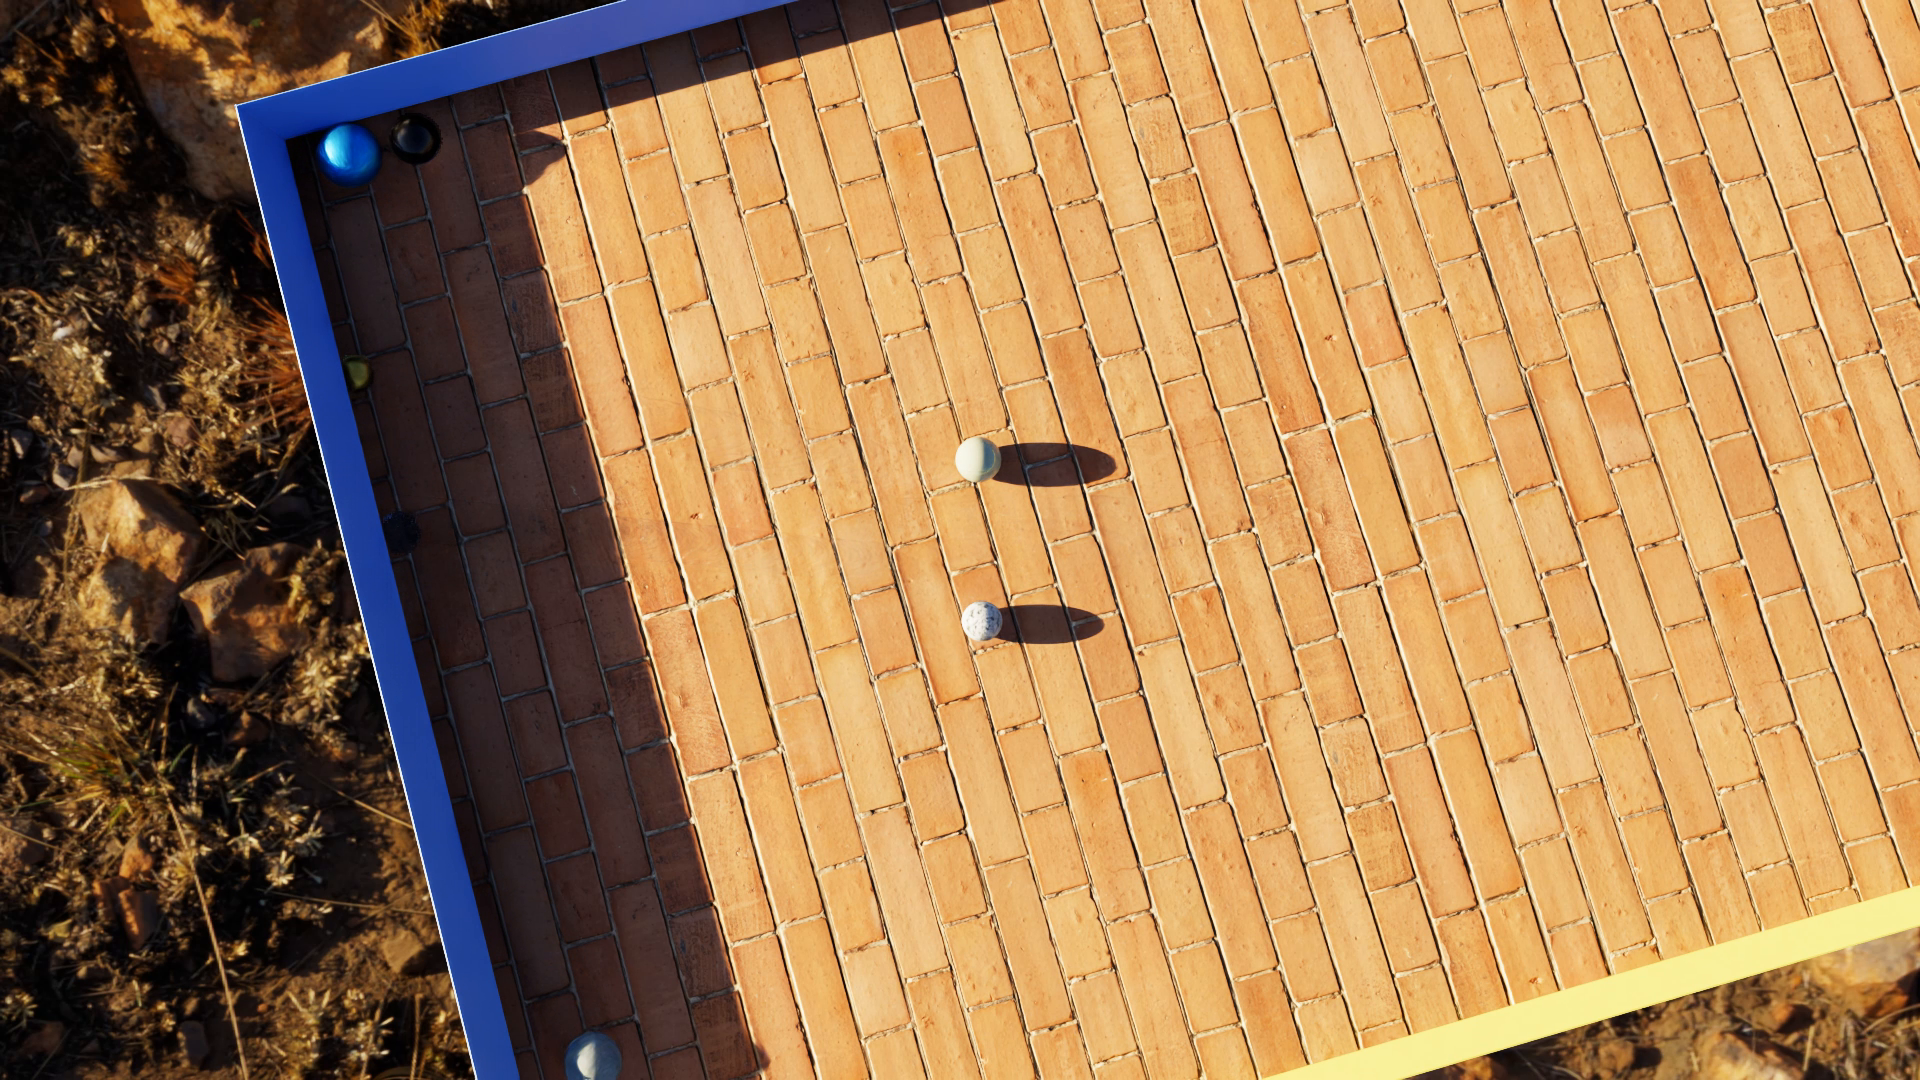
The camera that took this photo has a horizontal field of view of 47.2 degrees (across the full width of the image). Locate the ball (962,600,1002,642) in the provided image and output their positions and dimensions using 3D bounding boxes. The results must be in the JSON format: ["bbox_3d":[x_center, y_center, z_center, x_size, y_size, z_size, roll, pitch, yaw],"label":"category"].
[{"bbox_3d":[0.033,0.120,3.256,0.060,0.060,0.060,0,82,0],"label":"ball"}]

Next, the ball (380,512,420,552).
[{"bbox_3d":[-0.835,-0.012,3.276,0.061,0.061,0.061,0,82,0],"label":"ball"}]

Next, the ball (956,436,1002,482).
[{"bbox_3d":[0.027,-0.120,3.288,0.069,0.069,0.069,0,82,0],"label":"ball"}]

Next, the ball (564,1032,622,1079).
[{"bbox_3d":[-0.526,0.747,3.152,0.083,0.083,0.083,0,82,0],"label":"ball"}]

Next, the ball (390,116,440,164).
[{"bbox_3d":[-0.832,-0.611,3.358,0.075,0.075,0.075,0,82,0],"label":"ball"}]

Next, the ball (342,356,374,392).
[{"bbox_3d":[-0.911,-0.249,3.315,0.054,0.054,0.054,0,82,0],"label":"ball"}]

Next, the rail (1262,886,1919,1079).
[{"bbox_3d":[1.074,0.607,3.150,3.449,0.125,0.045,-16,82,-2],"label":"rail"}]

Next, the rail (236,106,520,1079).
[{"bbox_3d":[-0.806,0.224,3.207,0.045,0.125,1.828,-16,82,-2],"label":"rail"}]

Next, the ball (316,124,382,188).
[{"bbox_3d":[-0.929,-0.584,3.343,0.096,0.096,0.096,0,82,0],"label":"ball"}]

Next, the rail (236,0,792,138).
[{"bbox_3d":[0.584,-1.085,3.402,3.449,0.125,0.045,-16,82,-2],"label":"rail"}]
